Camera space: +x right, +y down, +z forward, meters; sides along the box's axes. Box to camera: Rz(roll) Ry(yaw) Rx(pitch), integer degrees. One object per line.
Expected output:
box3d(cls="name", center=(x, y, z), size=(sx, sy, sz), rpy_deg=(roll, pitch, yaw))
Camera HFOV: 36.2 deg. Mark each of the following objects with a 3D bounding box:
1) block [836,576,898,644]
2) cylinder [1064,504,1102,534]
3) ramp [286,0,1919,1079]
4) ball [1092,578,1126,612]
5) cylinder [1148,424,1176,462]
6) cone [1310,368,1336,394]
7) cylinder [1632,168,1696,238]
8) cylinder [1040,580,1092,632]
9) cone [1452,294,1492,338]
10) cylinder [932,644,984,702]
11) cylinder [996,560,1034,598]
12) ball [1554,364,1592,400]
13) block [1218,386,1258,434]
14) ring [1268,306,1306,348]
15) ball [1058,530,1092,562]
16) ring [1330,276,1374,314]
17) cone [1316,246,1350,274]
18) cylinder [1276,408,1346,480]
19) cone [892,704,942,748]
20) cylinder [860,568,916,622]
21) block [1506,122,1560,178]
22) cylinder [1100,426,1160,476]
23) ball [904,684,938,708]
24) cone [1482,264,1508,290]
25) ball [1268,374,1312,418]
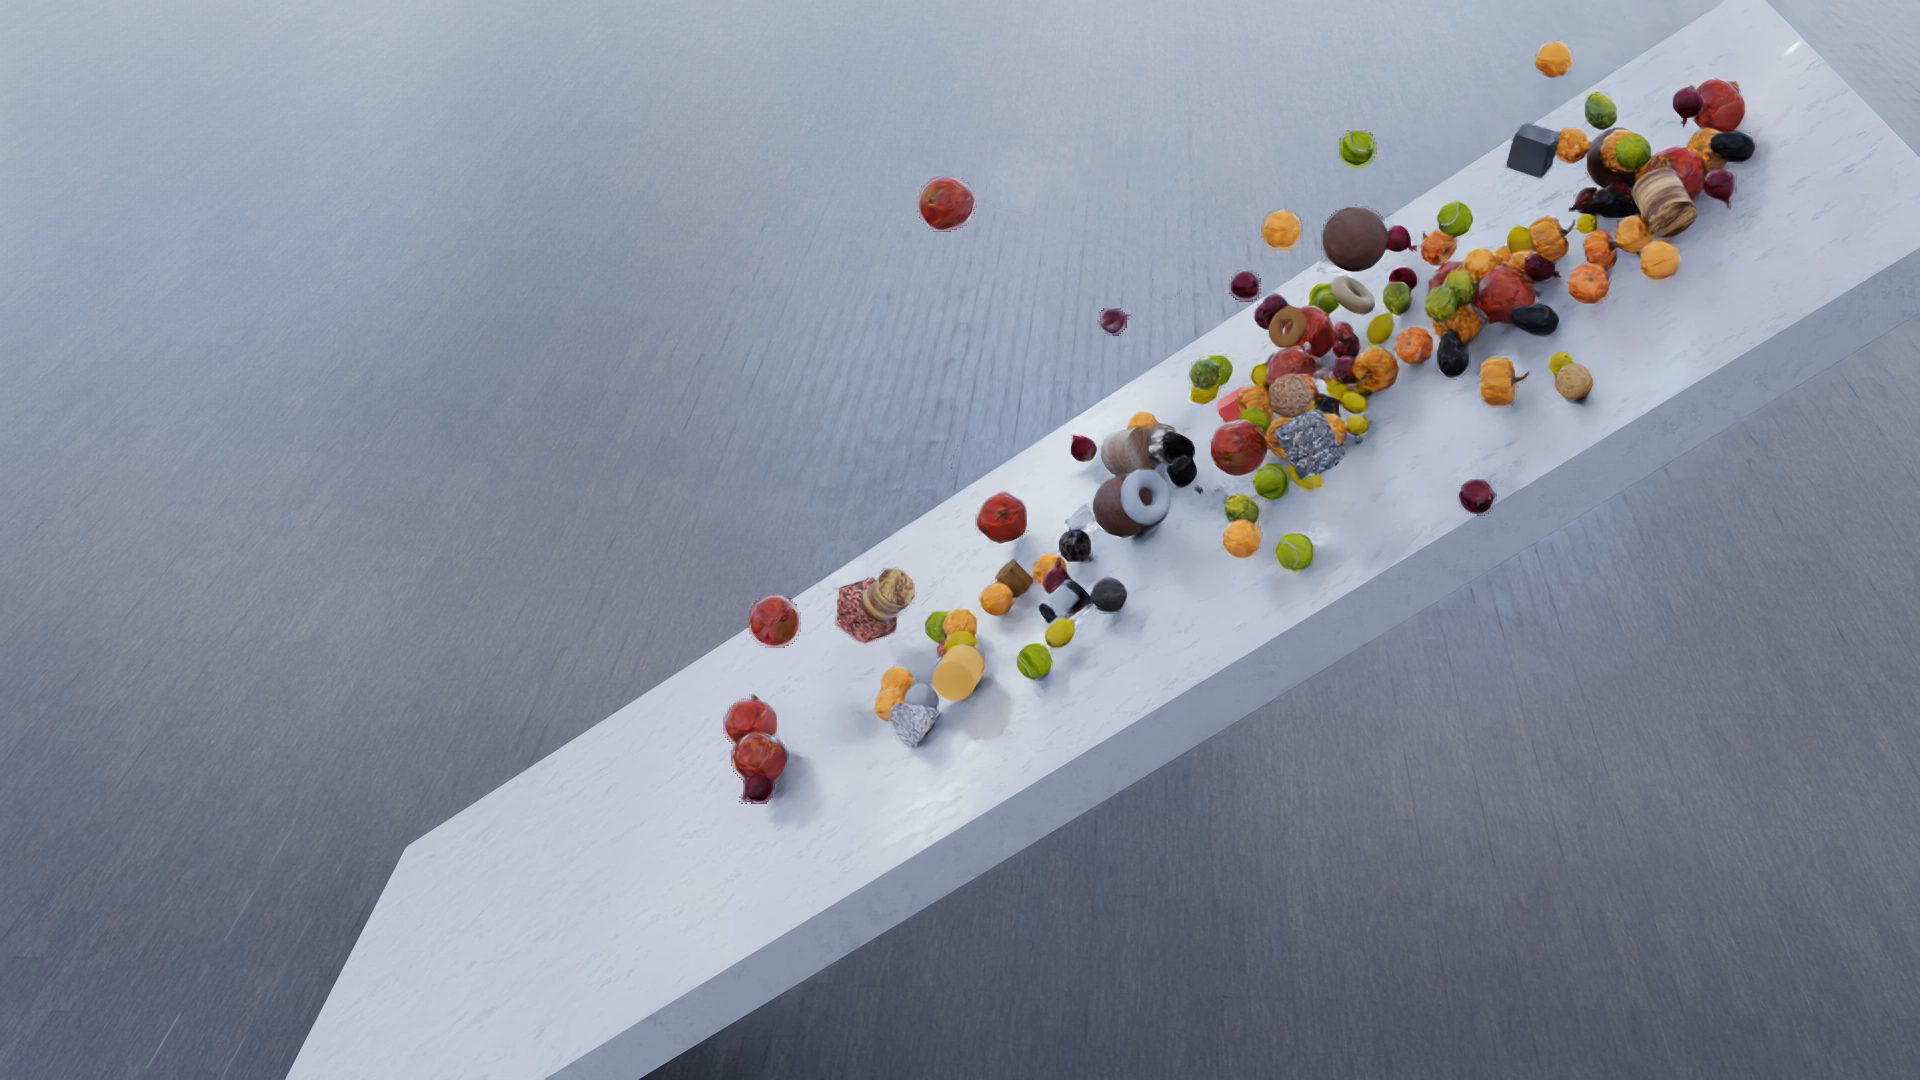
box3d(cls="block", center=(-0.206, 0.156, 6.545), size=(0.096, 0.096, 0.096), rpy_deg=(-19, 38, -38))
box3d(cls="cylinder", center=(0.265, -0.038, 6.343), size=(0.058, 0.058, 0.058), rpy_deg=(-36, 22, 6))
box3d(cls="ramp", center=(0.135, 0.174, 6.307), size=(4.000, 0.100, 2.000), rpy_deg=(-32, 16, 15))
box3d(cls="ball", center=(0.295, 0.109, 5.826), size=(0.070, 0.070, 0.070), rpy_deg=(0, 21, 0))
box3d(cls="cylinder", center=(0.440, -0.212, 6.417), size=(0.062, 0.062, 0.062), rpy_deg=(-1, -24, -1))
box3d(cls="cone", center=(0.742, -0.330, 6.053), size=(0.055, 0.055, 0.055), rpy_deg=(9, -1, 22))
box3d(cls="cylinder", center=(1.340, -0.641, 5.596), size=(0.094, 0.094, 0.094), rpy_deg=(-6, 52, -14))
box3d(cls="cylinder", center=(0.214, 0.133, 5.920), size=(0.077, 0.077, 0.077), rpy_deg=(-43, 41, -22))
box3d(cls="cone", center=(1.011, -0.464, 5.917), size=(0.084, 0.084, 0.084), rpy_deg=(-34, 16, 11))
box3d(cls="cylinder", center=(-0.002, 0.268, 5.946), size=(0.087, 0.087, 0.087), rpy_deg=(5, 23, 13))
box3d(cls="cylinder", center=(0.116, 0.083, 6.303), size=(0.058, 0.058, 0.058), rpy_deg=(-40, 14, 12))
box3d(cls="ball", center=(1.093, -0.281, 5.236), size=(0.066, 0.066, 0.066), rpy_deg=(0, 21, 0))
box3d(cls="block", center=(0.597, -0.279, 6.317), size=(0.064, 0.064, 0.064), rpy_deg=(-32, 16, 18))
box3d(cls="ring", center=(0.676, -0.439, 6.067), size=(0.030, 0.089, 0.089), rpy_deg=(20, 2, -44))
box3d(cls="ball", center=(0.244, 0.013, 6.222), size=(0.070, 0.070, 0.070), rpy_deg=(0, 21, 0))
box3d(cls="ring", center=(0.823, -0.514, 6.170), size=(0.105, 0.035, 0.105), rpy_deg=(25, 33, -17))
box3d(cls="cone", center=(0.792, -0.590, 6.332), size=(0.067, 0.067, 0.067), rpy_deg=(-23, 5, 37))
box3d(cls="cylinder", center=(0.651, -0.179, 5.468), size=(0.096, 0.096, 0.096), rpy_deg=(-29, 11, 6))
box3d(cls="cone", center=(-0.071, 0.358, 5.923), size=(0.096, 0.096, 0.096), rpy_deg=(-21, 29, -32))
box3d(cls="cylinder", center=(-0.153, 0.119, 6.273), size=(0.087, 0.087, 0.087), rpy_deg=(-18, -16, -38))
box3d(cls="block", center=(1.145, -0.779, 5.876), size=(0.073, 0.073, 0.073), rpy_deg=(22, 35, 19))
box3d(cls="cylinder", center=(0.379, -0.196, 6.482), size=(0.099, 0.099, 0.099), rpy_deg=(-13, 2, -31))
box3d(cls="ball", center=(-0.079, 0.328, 6.001), size=(0.070, 0.070, 0.070), rpy_deg=(0, 21, 0))
box3d(cls="cone", center=(1.077, -0.522, 5.891), size=(0.052, 0.052, 0.052), rpy_deg=(-12, -4, -1))
box3d(cls="ball", center=(0.647, -0.282, 5.766), size=(0.087, 0.087, 0.087), rpy_deg=(0, 21, 0))
